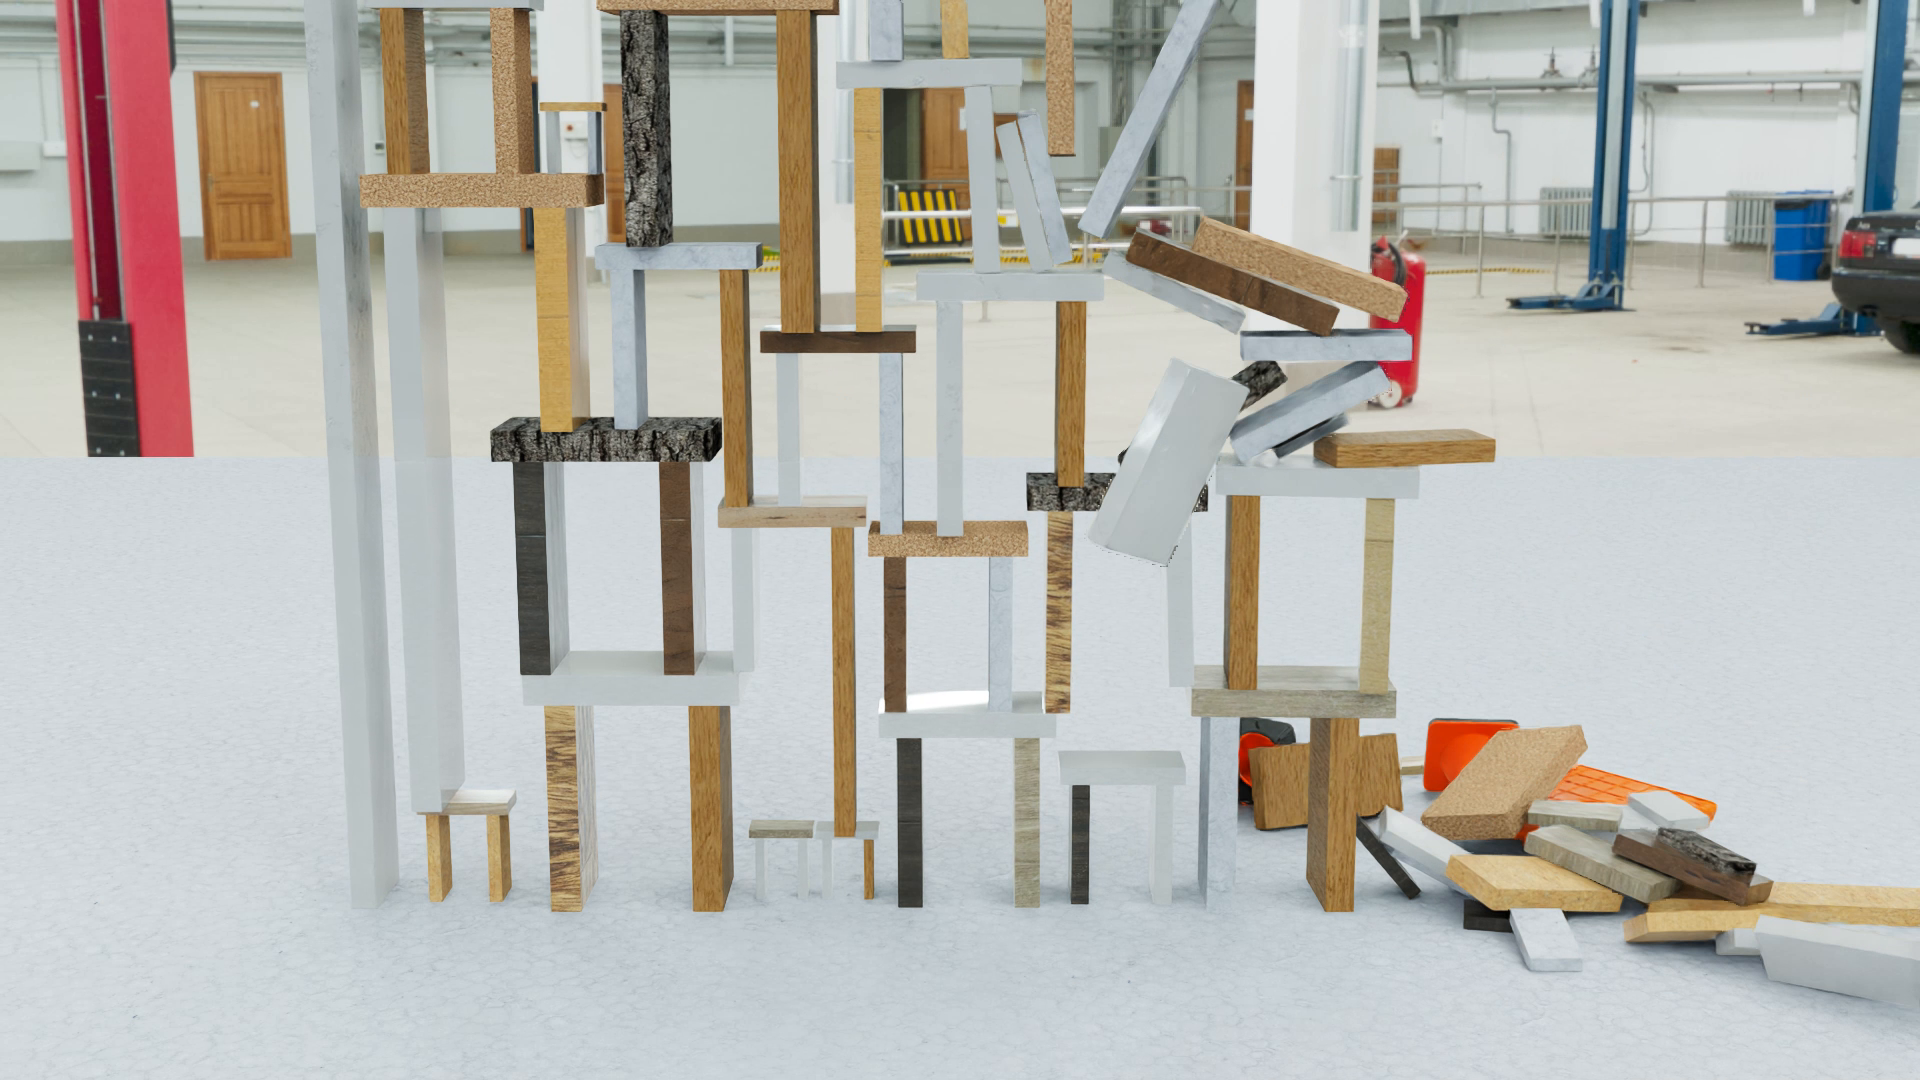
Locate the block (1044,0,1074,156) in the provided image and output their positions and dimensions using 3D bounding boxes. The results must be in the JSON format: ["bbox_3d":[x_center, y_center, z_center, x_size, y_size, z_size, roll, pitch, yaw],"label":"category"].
[{"bbox_3d":[0.155,-0.771,3.424,0.040,0.338,0.140,-1,8,4],"label":"block"}]

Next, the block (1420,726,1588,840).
[{"bbox_3d":[0.979,0.434,3.947,0.168,0.048,0.338,-9,17,42],"label":"block"}]

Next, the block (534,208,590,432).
[{"bbox_3d":[-0.630,-0.355,3.489,0.049,0.347,0.173,0,11,0],"label":"block"}]

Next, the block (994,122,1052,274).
[{"bbox_3d":[0.101,-0.541,3.464,0.033,0.232,0.116,-14,10,4],"label":"block"}]

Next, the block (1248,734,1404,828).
[{"bbox_3d":[0.675,0.442,4.051,0.290,0.145,0.041,-4,-2,-21],"label":"block"}]

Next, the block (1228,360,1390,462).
[{"bbox_3d":[0.552,-0.211,3.496,0.259,0.037,0.130,-27,11,11],"label":"block"}]

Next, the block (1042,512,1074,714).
[{"bbox_3d":[0.158,0.104,3.582,0.040,0.331,0.143,0,10,0],"label":"block"}]

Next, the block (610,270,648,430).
[{"bbox_3d":[-0.526,-0.309,3.502,0.035,0.250,0.125,0,11,0],"label":"block"}]

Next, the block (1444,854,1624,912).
[{"bbox_3d":[0.932,0.556,3.565,0.257,0.036,0.129,5,15,-25],"label":"block"}]

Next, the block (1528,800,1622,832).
[{"bbox_3d":[1.053,0.471,3.761,0.148,0.021,0.074,3,13,22],"label":"block"}]

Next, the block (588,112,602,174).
[{"bbox_3d":[-0.571,-0.621,3.438,0.014,0.096,0.048,1,11,1],"label":"block"}]

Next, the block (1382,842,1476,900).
[{"bbox_3d":[0.786,0.540,3.666,0.164,0.023,0.082,28,9,-6],"label":"block"}]

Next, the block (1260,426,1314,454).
[{"bbox_3d":[0.533,-0.181,3.552,0.126,0.018,0.063,-27,11,12],"label":"block"}]

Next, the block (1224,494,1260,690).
[{"bbox_3d":[0.456,0.070,3.562,0.045,0.315,0.158,0,11,3],"label":"block"}]

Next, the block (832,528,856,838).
[{"bbox_3d":[-0.189,0.222,3.600,0.033,0.513,0.118,0,10,-1],"label":"block"}]

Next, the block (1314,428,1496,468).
[{"bbox_3d":[0.708,-0.147,3.511,0.257,0.036,0.129,-2,11,-8],"label":"block"}]

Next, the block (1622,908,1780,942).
[{"bbox_3d":[1.151,0.598,3.415,0.210,0.030,0.105,-1,-18,-4],"label":"block"}]

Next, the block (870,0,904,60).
[{"bbox_3d":[-0.116,-0.972,3.381,0.048,0.463,0.168,-1,10,0],"label":"block"}]

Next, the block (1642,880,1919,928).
[{"bbox_3d":[1.865,0.602,3.520,1.495,0.030,0.105,1,11,7],"label":"block"}]

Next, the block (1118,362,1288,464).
[{"bbox_3d":[0.385,-0.195,3.514,0.293,0.037,0.130,-34,7,8],"label":"block"}]

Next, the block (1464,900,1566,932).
[{"bbox_3d":[0.888,0.605,3.524,0.158,0.022,0.079,2,11,12],"label":"block"}]

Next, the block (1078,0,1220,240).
[{"bbox_3d":[0.295,-0.662,3.429,0.041,0.405,0.145,26,9,4],"label":"block"}]

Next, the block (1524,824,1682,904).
[{"bbox_3d":[1.058,0.530,3.618,0.227,0.032,0.113,22,17,41],"label":"block"}]

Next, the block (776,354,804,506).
[{"bbox_3d":[-0.272,-0.184,3.528,0.035,0.244,0.122,0,11,-1],"label":"block"}]

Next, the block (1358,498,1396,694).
[{"bbox_3d":[0.669,0.075,3.534,0.045,0.315,0.157,2,11,9],"label":"block"}]

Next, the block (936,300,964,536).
[{"bbox_3d":[-0.016,-0.202,3.522,0.041,0.371,0.146,0,11,0],"label":"block"}]

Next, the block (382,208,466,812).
[{"bbox_3d":[-0.861,-0.051,3.546,0.049,0.965,0.173,0,11,0],"label":"block"}]

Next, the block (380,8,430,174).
[{"bbox_3d":[-0.865,-0.698,3.430,0.036,0.251,0.126,0,11,0],"label":"block"}]

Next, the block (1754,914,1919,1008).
[{"bbox_3d":[1.537,0.632,2.990,0.885,0.113,0.032,4,46,40],"label":"block"}]

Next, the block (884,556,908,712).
[{"bbox_3d":[-0.104,0.141,3.591,0.036,0.256,0.128,0,10,0],"label":"block"}]

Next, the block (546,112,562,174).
[{"bbox_3d":[-0.636,-0.621,3.439,0.014,0.096,0.048,0,11,1],"label":"block"}]

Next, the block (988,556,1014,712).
[{"bbox_3d":[0.066,0.141,3.592,0.036,0.256,0.128,0,11,0],"label":"block"}]

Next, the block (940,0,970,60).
[{"bbox_3d":[-0.013,-0.884,3.400,0.040,0.280,0.140,-3,11,0],"label":"block"}]

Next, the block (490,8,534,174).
[{"bbox_3d":[-0.697,-0.698,3.429,0.036,0.251,0.126,0,11,0],"label":"block"}]

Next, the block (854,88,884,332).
[{"bbox_3d":[-0.142,-0.520,3.462,0.040,0.372,0.142,0,11,0],"label":"block"}]

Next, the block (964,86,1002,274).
[{"bbox_3d":[0.037,-0.567,3.454,0.040,0.283,0.142,-3,10,2],"label":"block"}]

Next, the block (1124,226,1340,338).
[{"bbox_3d":[0.426,-0.408,3.466,0.336,0.048,0.168,21,12,1],"label":"block"}]

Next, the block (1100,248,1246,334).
[{"bbox_3d":[0.336,-0.394,3.473,0.235,0.033,0.116,25,12,0],"label":"block"}]

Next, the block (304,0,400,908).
[{"bbox_3d":[-0.975,-0.279,3.509,0.042,1.767,0.148,0,11,0],"label":"block"}]

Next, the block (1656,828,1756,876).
[{"bbox_3d":[1.218,0.508,3.591,0.074,0.021,0.148,10,10,-28],"label":"block"}]

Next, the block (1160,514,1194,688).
[{"bbox_3d":[0.353,0.083,3.577,0.040,0.285,0.143,-2,10,2],"label":"block"}]

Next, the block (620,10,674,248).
[{"bbox_3d":[-0.489,-0.642,3.441,0.050,0.356,0.178,0,11,0],"label":"block"}]

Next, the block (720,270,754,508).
[{"bbox_3d":[-0.356,-0.248,3.513,0.035,0.375,0.125,0,11,-1],"label":"block"}]

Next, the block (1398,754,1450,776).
[{"bbox_3d":[0.903,0.449,4.381,0.126,0.018,0.063,-3,11,-15],"label":"block"}]

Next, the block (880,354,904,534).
[{"bbox_3d":[-0.110,-0.162,3.533,0.035,0.289,0.122,0,11,0],"label":"block"}]

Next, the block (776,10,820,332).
[{"bbox_3d":[-0.252,-0.578,3.453,0.050,0.488,0.178,0,11,0],"label":"block"}]

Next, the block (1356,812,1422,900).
[{"bbox_3d":[0.700,0.520,3.665,0.023,0.164,0.082,-40,9,6],"label":"block"}]

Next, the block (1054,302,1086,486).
[{"bbox_3d":[0.176,-0.241,3.514,0.041,0.292,0.146,0,10,0],"label":"block"}]
